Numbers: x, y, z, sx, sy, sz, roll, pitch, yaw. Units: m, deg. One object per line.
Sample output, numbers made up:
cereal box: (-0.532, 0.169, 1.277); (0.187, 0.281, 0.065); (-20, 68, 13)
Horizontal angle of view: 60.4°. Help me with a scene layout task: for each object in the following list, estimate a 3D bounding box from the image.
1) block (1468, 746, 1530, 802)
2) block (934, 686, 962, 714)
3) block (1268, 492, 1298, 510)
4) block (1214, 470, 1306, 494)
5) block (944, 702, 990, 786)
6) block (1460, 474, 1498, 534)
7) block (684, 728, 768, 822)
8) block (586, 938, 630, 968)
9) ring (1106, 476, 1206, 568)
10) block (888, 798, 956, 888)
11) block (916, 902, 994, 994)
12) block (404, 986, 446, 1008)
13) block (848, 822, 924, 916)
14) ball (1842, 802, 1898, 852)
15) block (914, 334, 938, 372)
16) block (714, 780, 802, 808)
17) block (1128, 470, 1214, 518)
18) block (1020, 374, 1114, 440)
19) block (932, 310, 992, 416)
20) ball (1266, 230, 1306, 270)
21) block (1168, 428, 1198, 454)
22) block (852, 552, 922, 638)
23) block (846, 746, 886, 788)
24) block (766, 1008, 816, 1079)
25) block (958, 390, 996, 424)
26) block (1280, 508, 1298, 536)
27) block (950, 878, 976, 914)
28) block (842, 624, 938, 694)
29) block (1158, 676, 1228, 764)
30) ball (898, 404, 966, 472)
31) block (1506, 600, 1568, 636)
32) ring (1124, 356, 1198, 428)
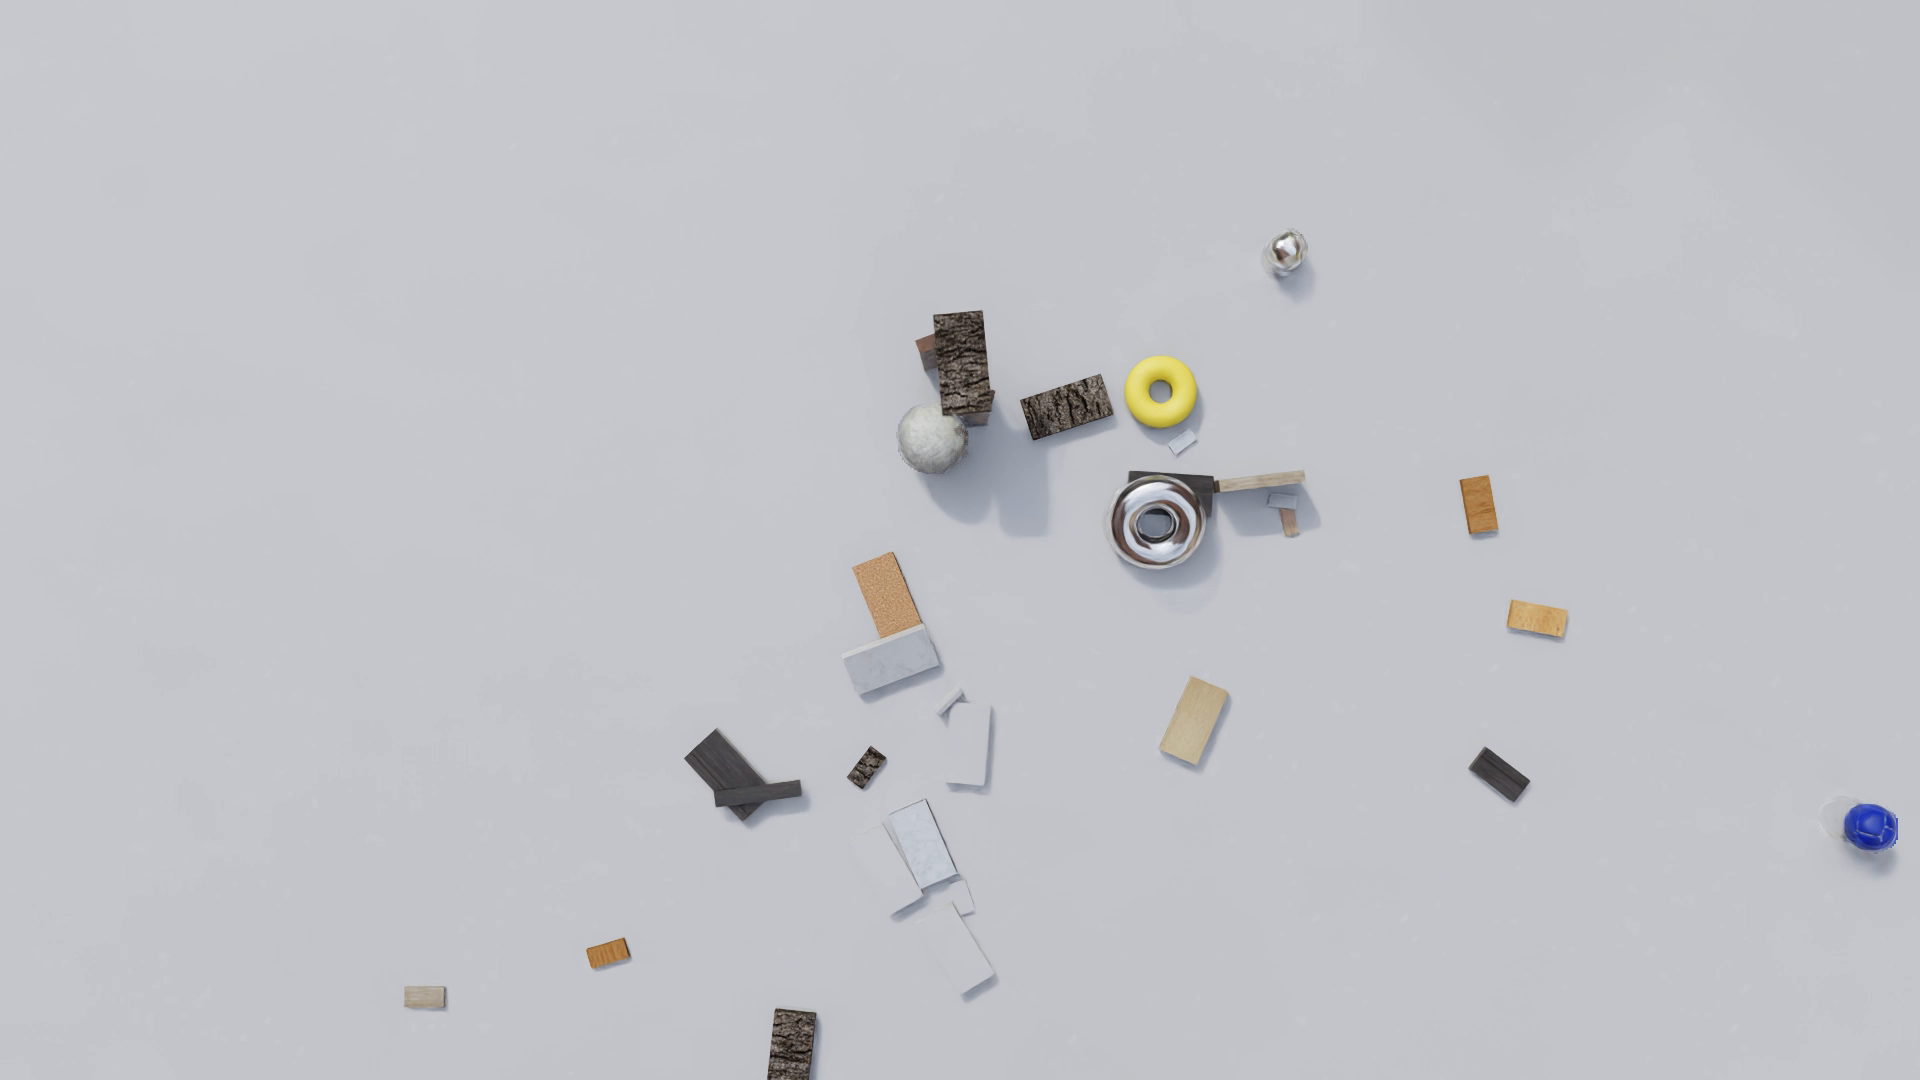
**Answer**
block: (1.794, 0.780, 5.487); (0.183, 0.026, 0.091); (37, 90, 0)
block: (-0.039, 0.531, 5.472); (0.108, 0.054, 0.015); (-45, 108, 0)
block: (1.074, -0.128, 5.485); (0.091, 0.013, 0.045); (7, 78, 4)
block: (0.983, -0.192, 5.430); (0.280, 0.140, 0.040); (-7, 90, 0)
block: (0.025, 0.675, 5.481); (0.133, 0.038, 0.266); (5, 90, 0)
block: (1.726, -0.119, 5.487); (0.091, 0.026, 0.183); (-10, 90, 0)
block: (-0.765, 0.779, 5.480); (0.144, 0.041, 0.288); (-43, 90, 0)
block: (-1.172, 1.375, 5.491); (0.131, 0.018, 0.065); (-17, 90, 0)
ring: (0.643, -0.057, 5.415); (0.325, 0.108, 0.325); (1, 112, 2)
block: (-0.123, 1.009, 5.481); (0.133, 0.038, 0.266); (-23, 90, 0)
block: (-0.014, 1.356, 5.481); (0.136, 0.039, 0.272); (-31, 90, 0)
block: (-1.782, 1.520, 5.491); (0.131, 0.018, 0.065); (0, 90, 0)
block: (-0.247, 1.094, 5.481); (0.136, 0.039, 0.272); (-30, 90, 0)
ball: (2.991, 0.943, 5.422); (0.157, 0.157, 0.157); (0, 90, 0)
block: (-0.057, -0.622, 5.342); (0.157, 0.313, 0.044); (-21, 85, 0)
block: (-0.668, 0.838, 5.452); (0.288, 0.015, 0.054); (-8, 90, 0)
block: (0.697, -0.152, 5.480); (0.280, 0.040, 0.140); (4, 90, 0)
block: (0.355, -0.442, 5.480); (0.280, 0.040, 0.140); (-18, 90, 0)
block: (0.008, -0.553, 5.162); (0.157, 0.044, 0.313); (-5, 90, 0)
ball: (1.076, -0.955, 5.435); (0.130, 0.130, 0.130); (0, 90, 0)
block: (0.740, -0.329, 5.494); (0.091, 0.013, 0.045); (-36, 90, 0)
block: (-0.237, 0.197, 5.480); (0.144, 0.041, 0.288); (-22, 90, 0)
block: (-0.312, 0.757, 5.491); (0.065, 0.018, 0.131); (37, 90, 0)
block: (-0.562, 1.704, 5.481); (0.136, 0.039, 0.272); (6, 90, 0)
block: (0.025, -0.449, 5.342); (0.157, 0.313, 0.044); (15, 82, 0)
block: (1.095, -0.064, 5.494); (0.045, 0.013, 0.091); (-13, 90, 0)
block: (0.008, 1.188, 5.492); (0.054, 0.015, 0.108); (-18, 90, 0)
block: (-0.230, 0.394, 5.454); (0.288, 0.041, 0.144); (-21, 112, 0)
block: (0.776, 0.598, 5.481); (0.133, 0.038, 0.266); (24, 90, 0)
ball: (-0.090, -0.334, 5.390); (0.220, 0.220, 0.220); (0, 90, 0)
block: (1.920, 0.260, 5.487); (0.183, 0.026, 0.091); (11, 90, 0)
ring: (0.665, -0.492, 5.461); (0.240, 0.080, 0.240); (0, 89, 0)
